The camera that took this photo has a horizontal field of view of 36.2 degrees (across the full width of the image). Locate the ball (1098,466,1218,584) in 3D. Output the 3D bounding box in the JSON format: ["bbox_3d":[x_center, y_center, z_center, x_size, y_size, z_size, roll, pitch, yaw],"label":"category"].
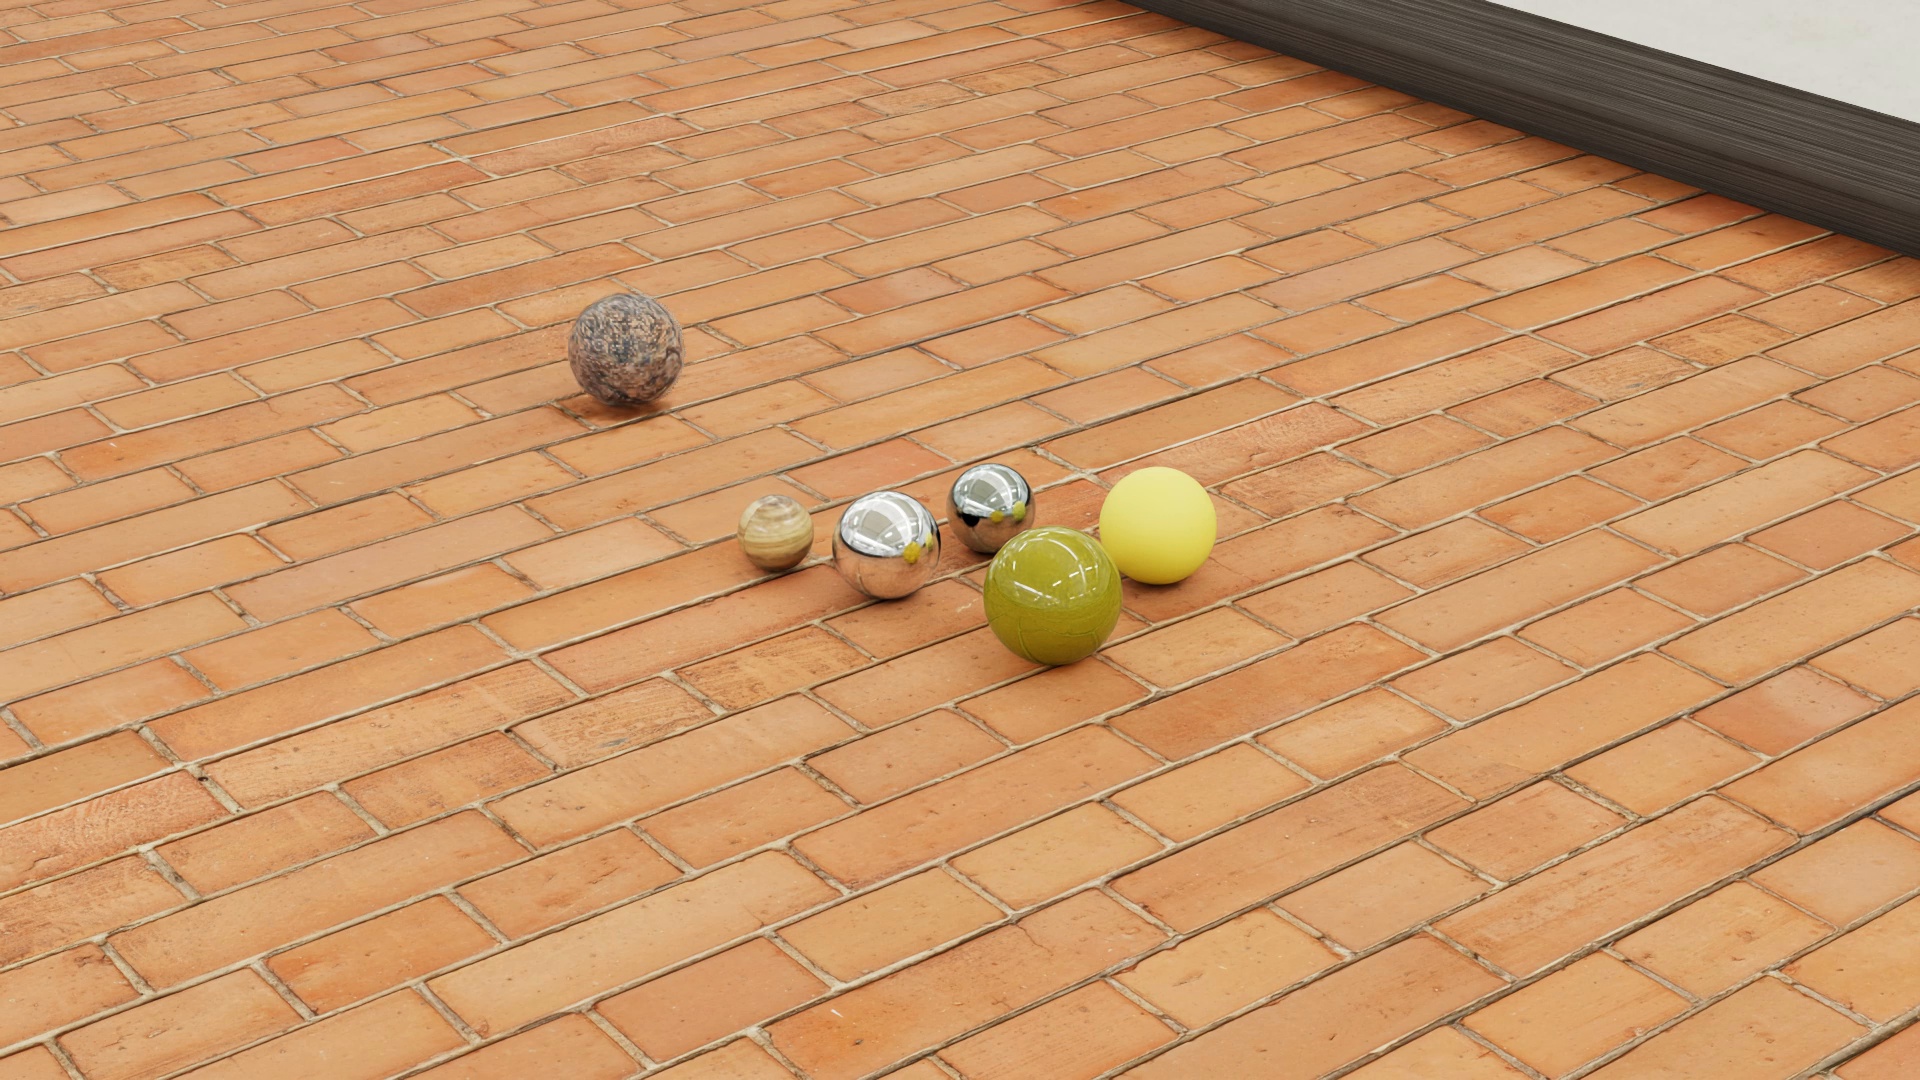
[{"bbox_3d":[0.143,-0.010,2.120,0.085,0.085,0.085,0,25,0],"label":"ball"}]

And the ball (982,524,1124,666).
[{"bbox_3d":[0.063,0.038,2.006,0.096,0.096,0.096,0,25,0],"label":"ball"}]

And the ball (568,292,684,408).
[{"bbox_3d":[-0.275,-0.156,2.415,0.094,0.094,0.094,0,25,0],"label":"ball"}]

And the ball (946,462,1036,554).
[{"bbox_3d":[0.023,-0.024,2.169,0.067,0.067,0.067,0,25,0],"label":"ball"}]

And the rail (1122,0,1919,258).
[{"bbox_3d":[0.251,-0.665,3.448,0.045,0.125,4.130,-18,31,-33],"label":"rail"}]

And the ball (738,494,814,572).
[{"bbox_3d":[-0.134,-0.005,2.143,0.056,0.056,0.056,0,25,0],"label":"ball"}]

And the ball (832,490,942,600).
[{"bbox_3d":[-0.052,0.003,2.099,0.078,0.078,0.078,0,25,0],"label":"ball"}]
